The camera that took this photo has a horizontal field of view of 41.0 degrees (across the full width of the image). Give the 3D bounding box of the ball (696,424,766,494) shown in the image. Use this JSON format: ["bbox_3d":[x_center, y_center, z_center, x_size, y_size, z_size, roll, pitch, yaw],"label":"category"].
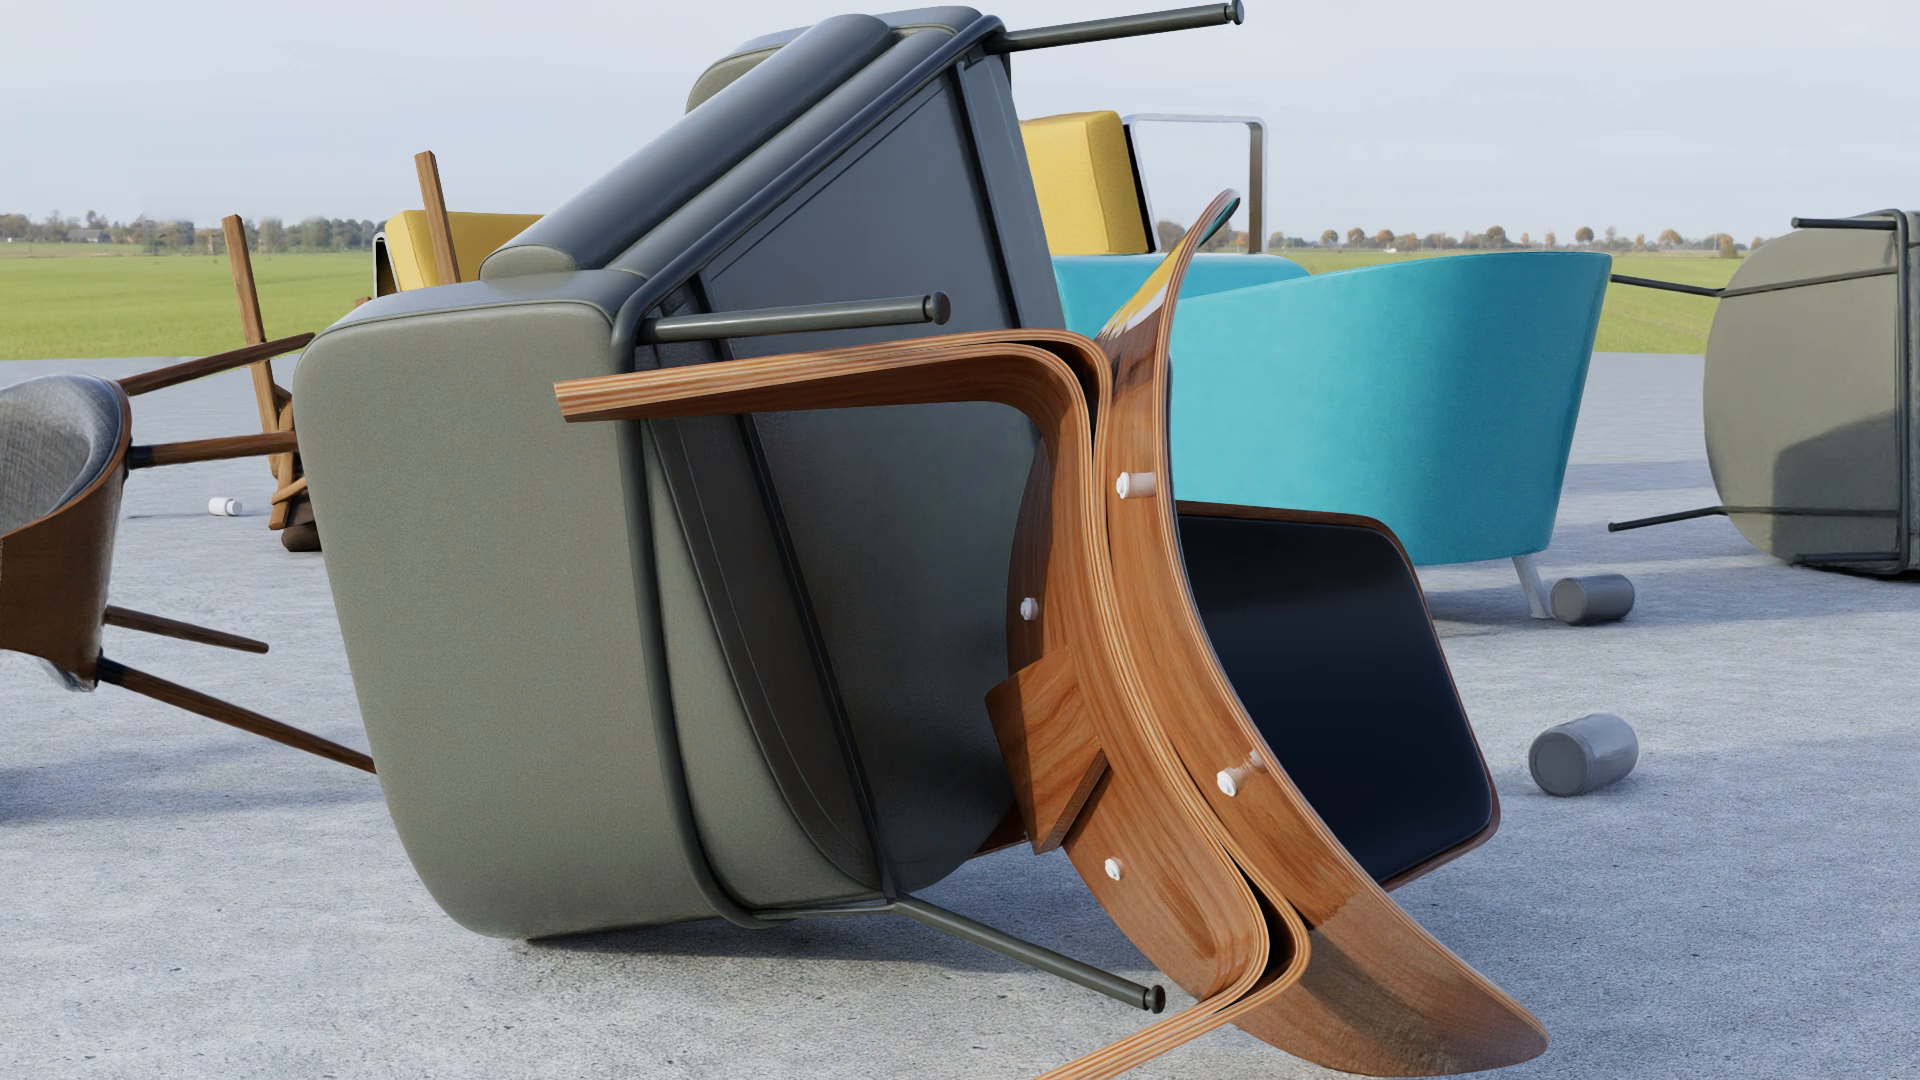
[{"bbox_3d":[-0.691,-0.244,7.760,0.209,0.209,0.209,0,6,0],"label":"ball"}]

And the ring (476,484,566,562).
[{"bbox_3d":[-1.031,-0.041,6.036,0.205,0.159,0.389,-8,3,-2],"label":"ring"}]

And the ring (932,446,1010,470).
[{"bbox_3d":[0.038,-0.284,8.824,0.271,0.072,0.217,0,5,-7],"label":"ring"}]

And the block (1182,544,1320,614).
[{"bbox_3d":[0.582,0.076,5.139,0.205,0.110,0.177,6,8,45],"label":"block"}]

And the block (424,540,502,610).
[{"bbox_3d":[-0.994,0.068,5.135,0.124,0.126,0.091,2,6,19],"label":"block"}]

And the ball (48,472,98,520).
[{"bbox_3d":[-2.393,-0.117,6.921,0.128,0.128,0.128,0,6,0],"label":"ball"}]

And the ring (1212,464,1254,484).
[{"bbox_3d":[0.871,-0.211,8.196,0.137,0.055,0.124,1,4,20],"label":"ring"}]

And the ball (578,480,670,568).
[{"bbox_3d":[-0.757,-0.036,5.774,0.202,0.202,0.202,0,6,0],"label":"ball"}]
